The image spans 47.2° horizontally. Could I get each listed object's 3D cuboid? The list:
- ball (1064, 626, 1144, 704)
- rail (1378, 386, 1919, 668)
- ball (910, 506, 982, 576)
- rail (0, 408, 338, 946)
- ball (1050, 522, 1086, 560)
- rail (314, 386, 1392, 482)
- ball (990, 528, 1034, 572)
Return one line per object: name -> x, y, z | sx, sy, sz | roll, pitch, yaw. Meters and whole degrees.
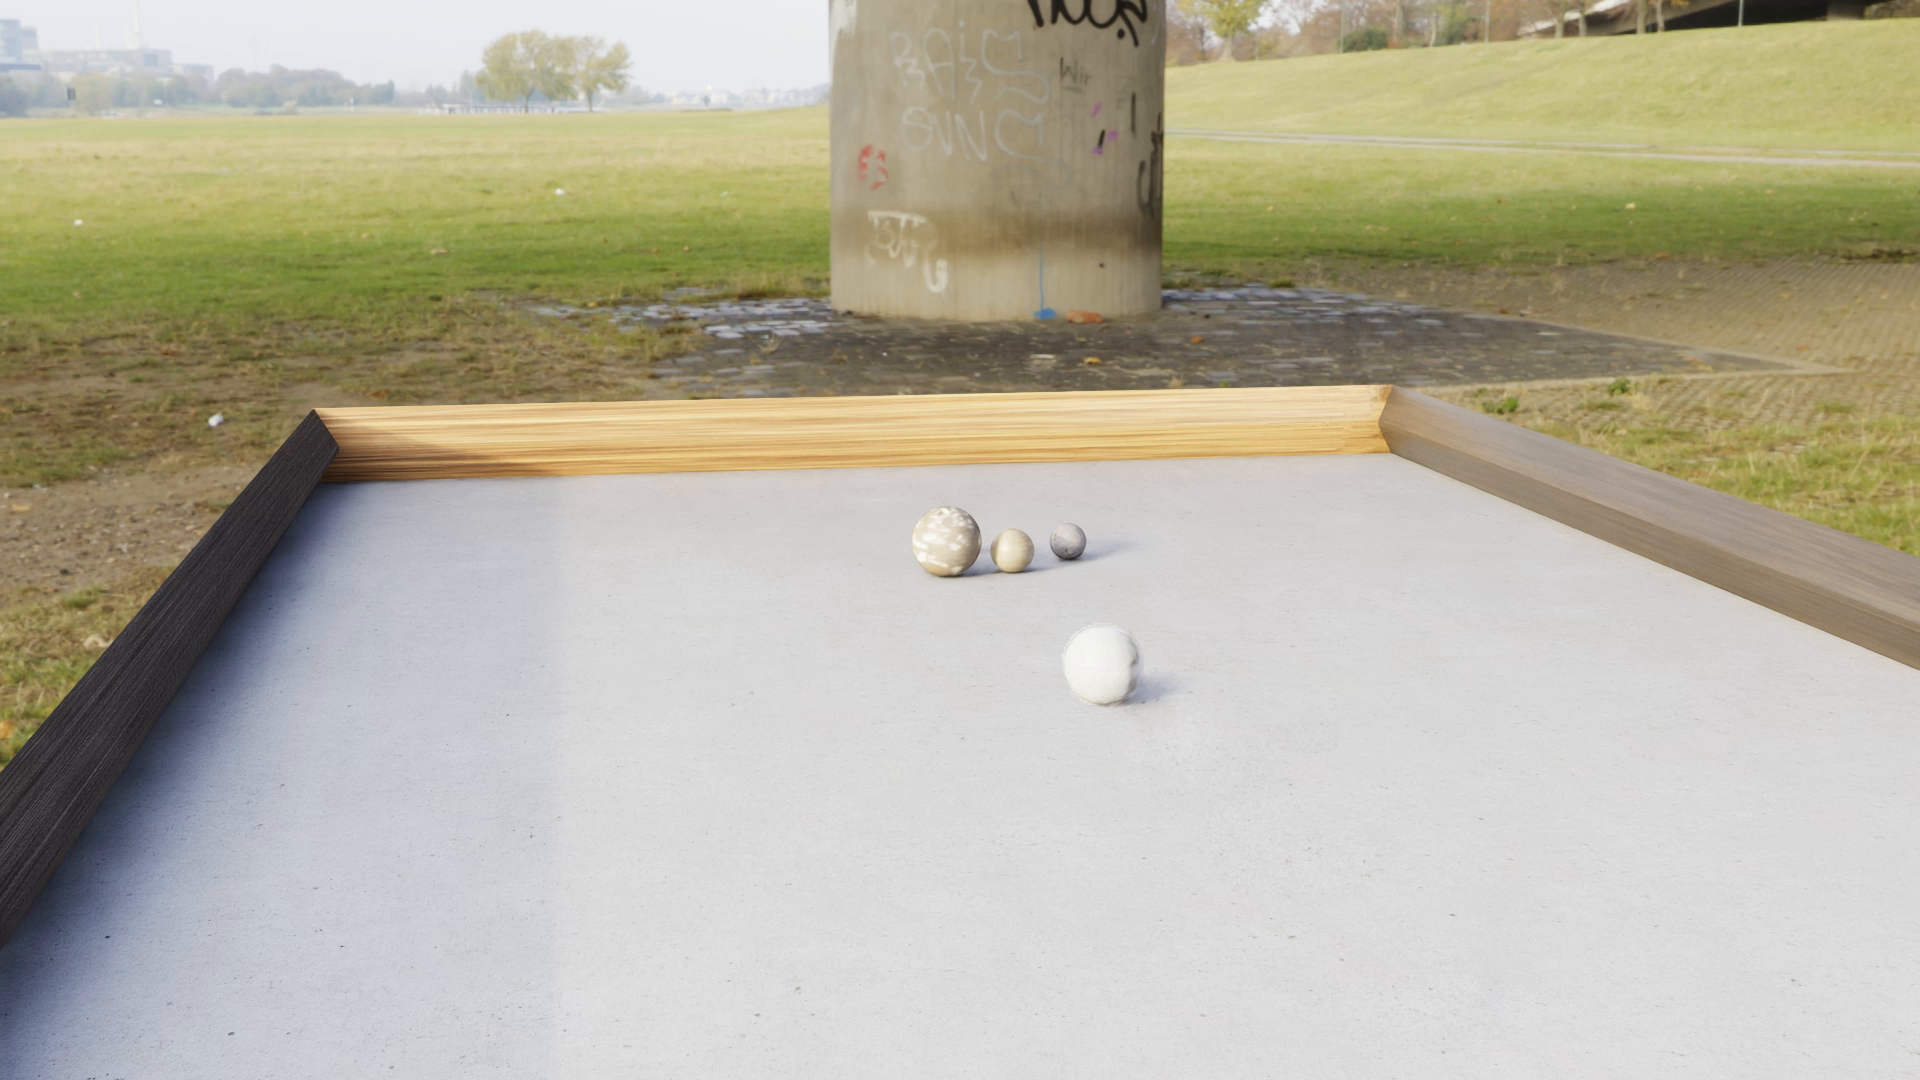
ball -> 0.156, 0.136, 2.387 | 0.086, 0.086, 0.086 | 0, 11, 0
rail -> 1.099, 0.101, 2.451 | 0.045, 0.128, 3.520 | -2, 11, -10
ball -> -0.019, 0.002, 3.047 | 0.098, 0.098, 0.098 | 0, 11, 0
rail -> -0.795, 0.164, 2.124 | 0.045, 0.128, 3.520 | -2, 11, -10
ball -> 0.155, 0.002, 3.164 | 0.053, 0.053, 0.053 | 0, 11, 0
rail -> -0.148, -0.193, 3.966 | 1.970, 0.128, 0.045 | -2, 11, -10
ball -> 0.073, 0.015, 3.076 | 0.062, 0.062, 0.062 | 0, 11, 0
